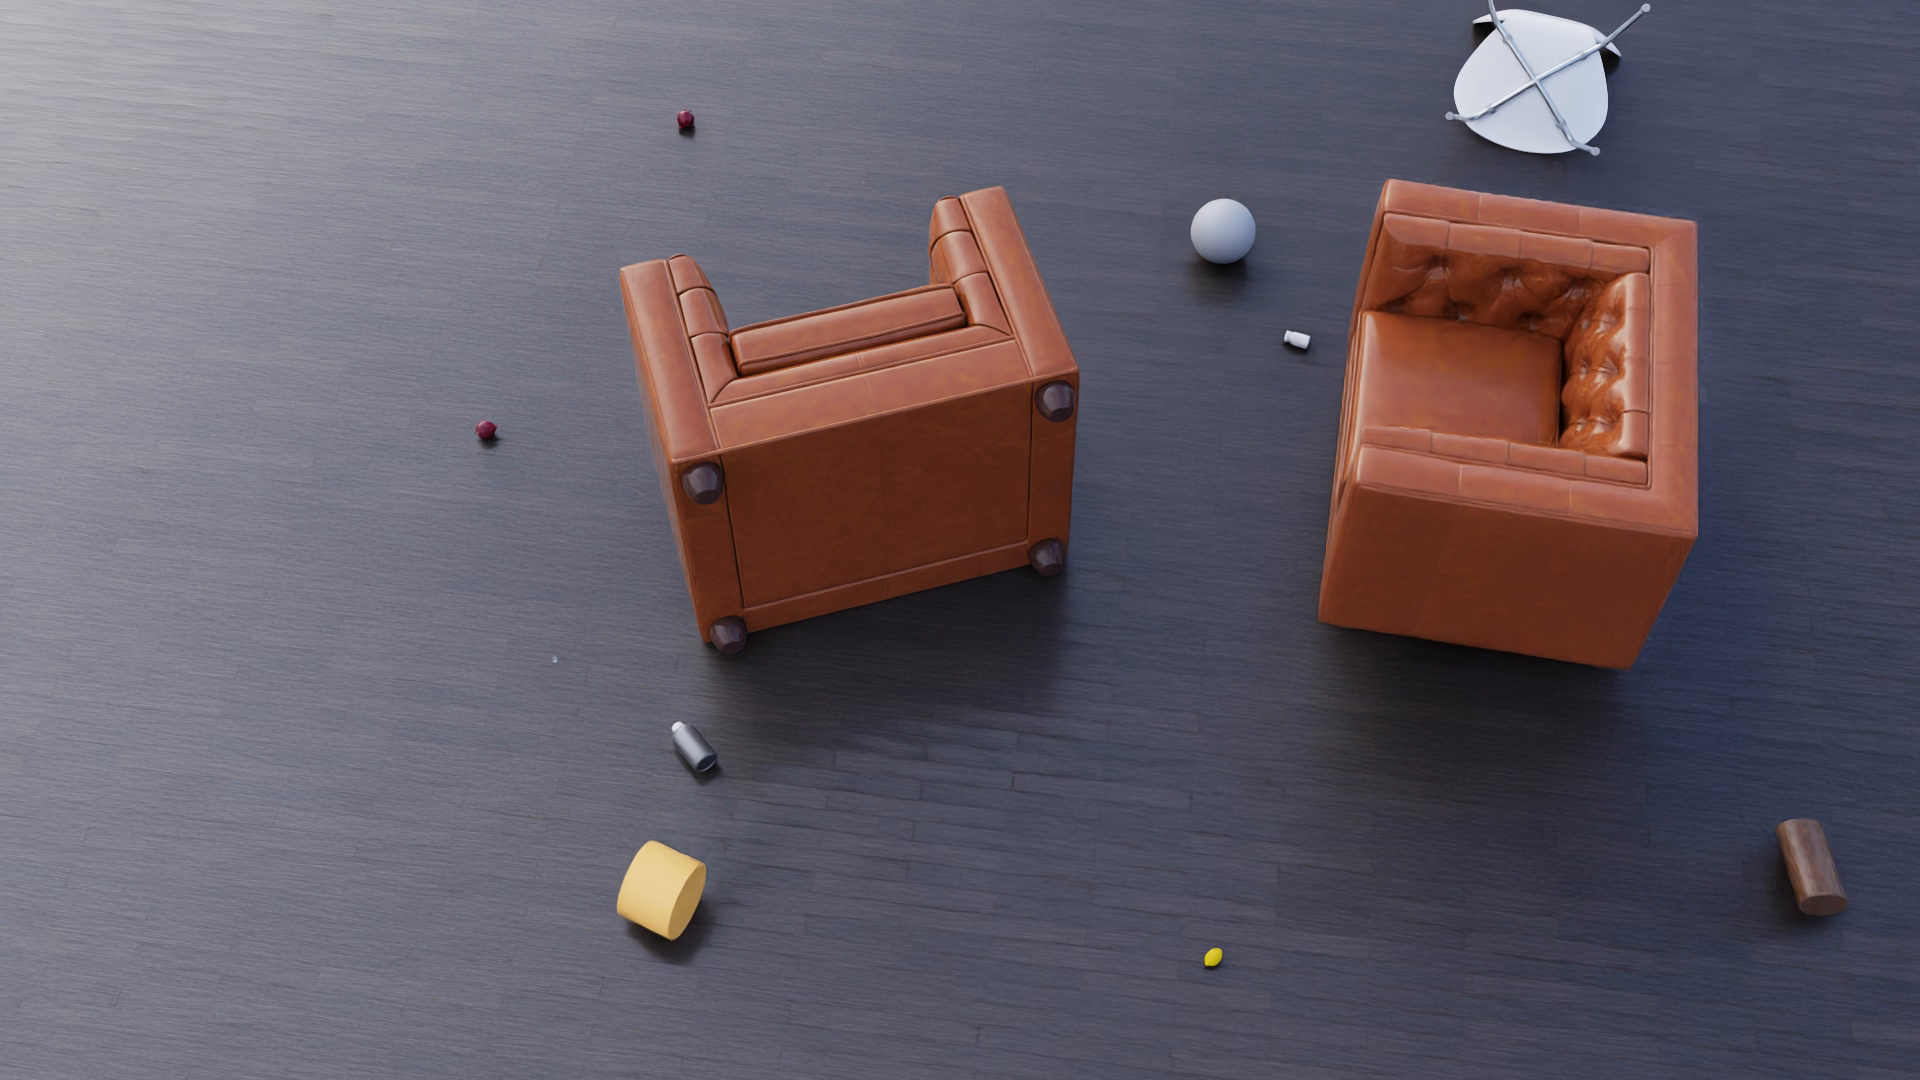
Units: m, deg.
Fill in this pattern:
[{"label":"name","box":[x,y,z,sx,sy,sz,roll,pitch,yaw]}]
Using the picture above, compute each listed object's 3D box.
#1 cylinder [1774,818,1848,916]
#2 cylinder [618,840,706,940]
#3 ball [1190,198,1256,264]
[{"label":"cylinder","box":[2.284,0.878,5.903,0.163,0.112,0.225,23,47,-36]},{"label":"cylinder","box":[-0.789,0.926,5.827,0.155,0.222,0.187,23,18,15]},{"label":"ball","box":[0.852,-0.999,7.118,0.210,0.210,0.210,0,56,0]}]
